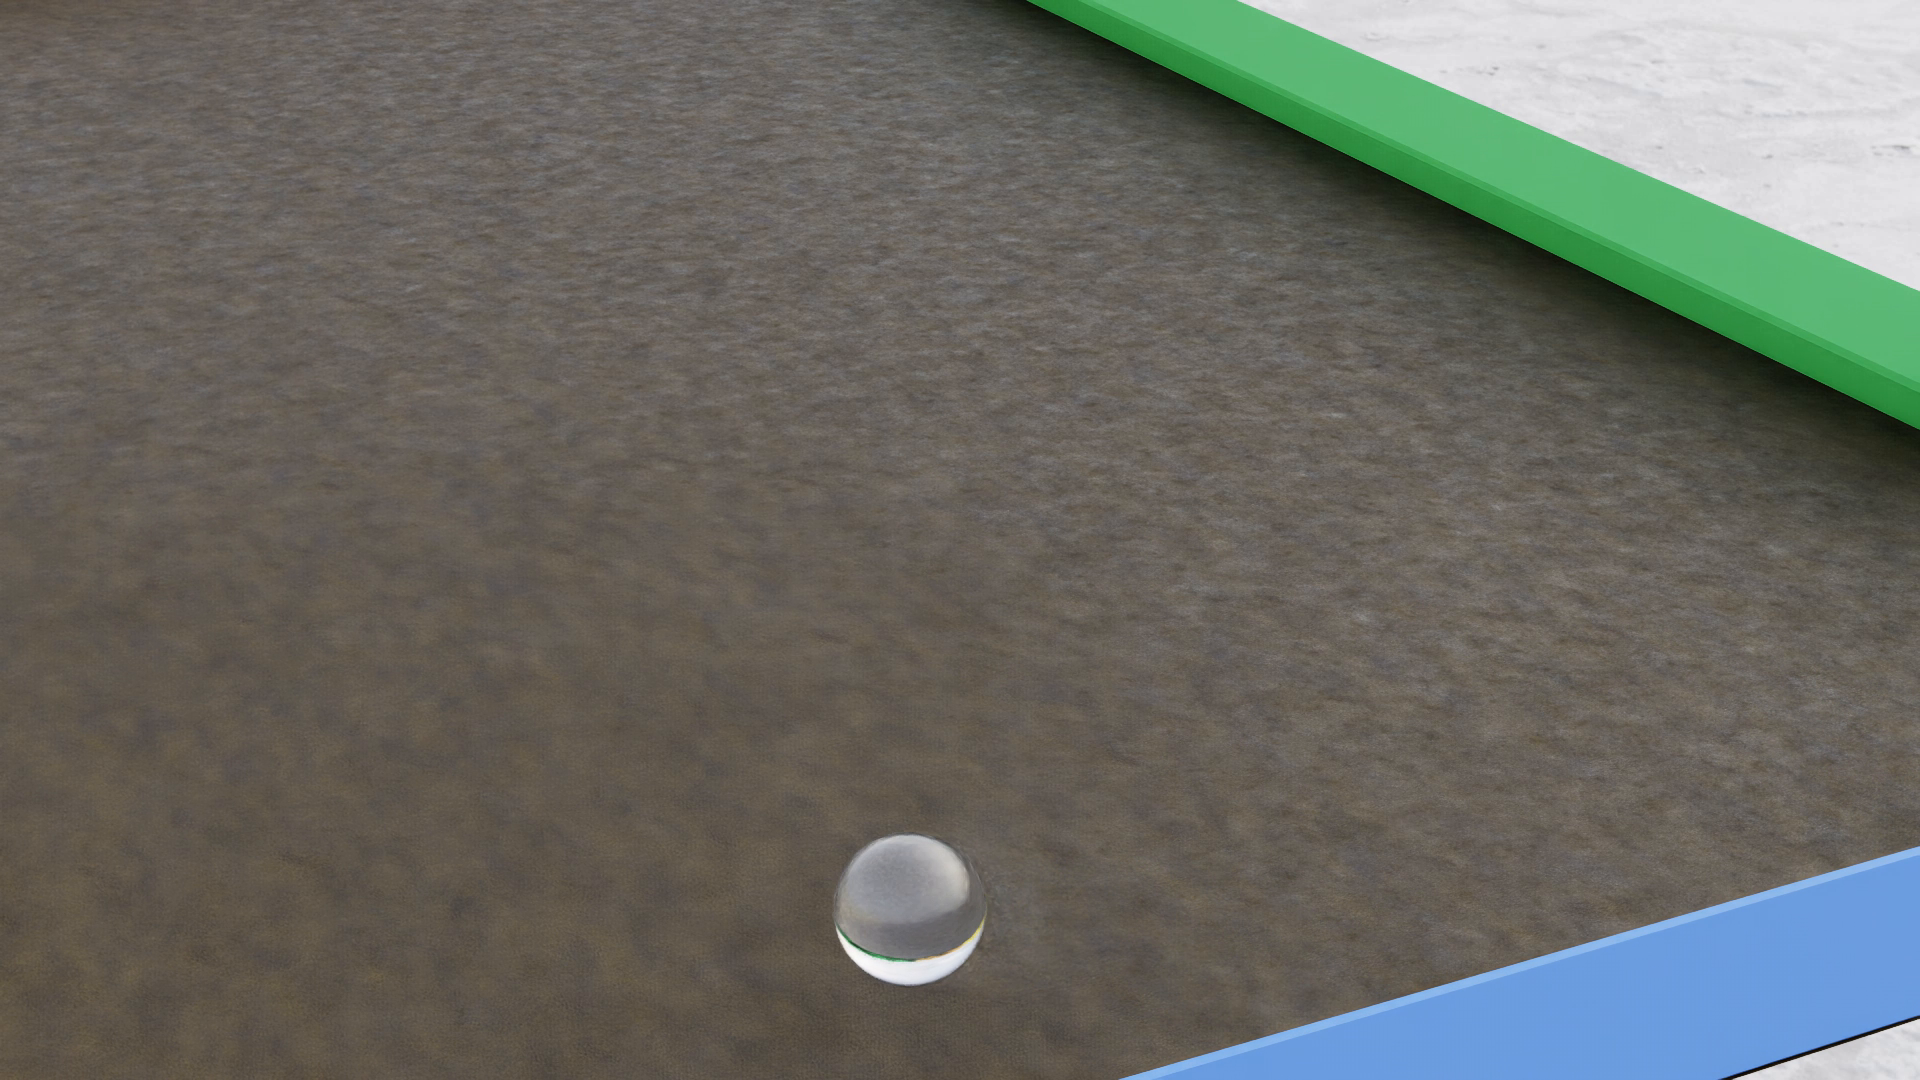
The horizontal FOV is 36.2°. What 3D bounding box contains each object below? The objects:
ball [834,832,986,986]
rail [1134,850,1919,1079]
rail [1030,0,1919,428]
[{"bbox_3d":[-0.029,0.210,1.671,0.087,0.087,0.087,0,24,0],"label":"ball"},{"bbox_3d":[0.318,0.250,1.550,1.703,0.113,0.045,-11,27,-24],"label":"rail"},{"bbox_3d":[0.415,-0.445,3.082,0.045,0.113,2.984,-11,27,-24],"label":"rail"}]
